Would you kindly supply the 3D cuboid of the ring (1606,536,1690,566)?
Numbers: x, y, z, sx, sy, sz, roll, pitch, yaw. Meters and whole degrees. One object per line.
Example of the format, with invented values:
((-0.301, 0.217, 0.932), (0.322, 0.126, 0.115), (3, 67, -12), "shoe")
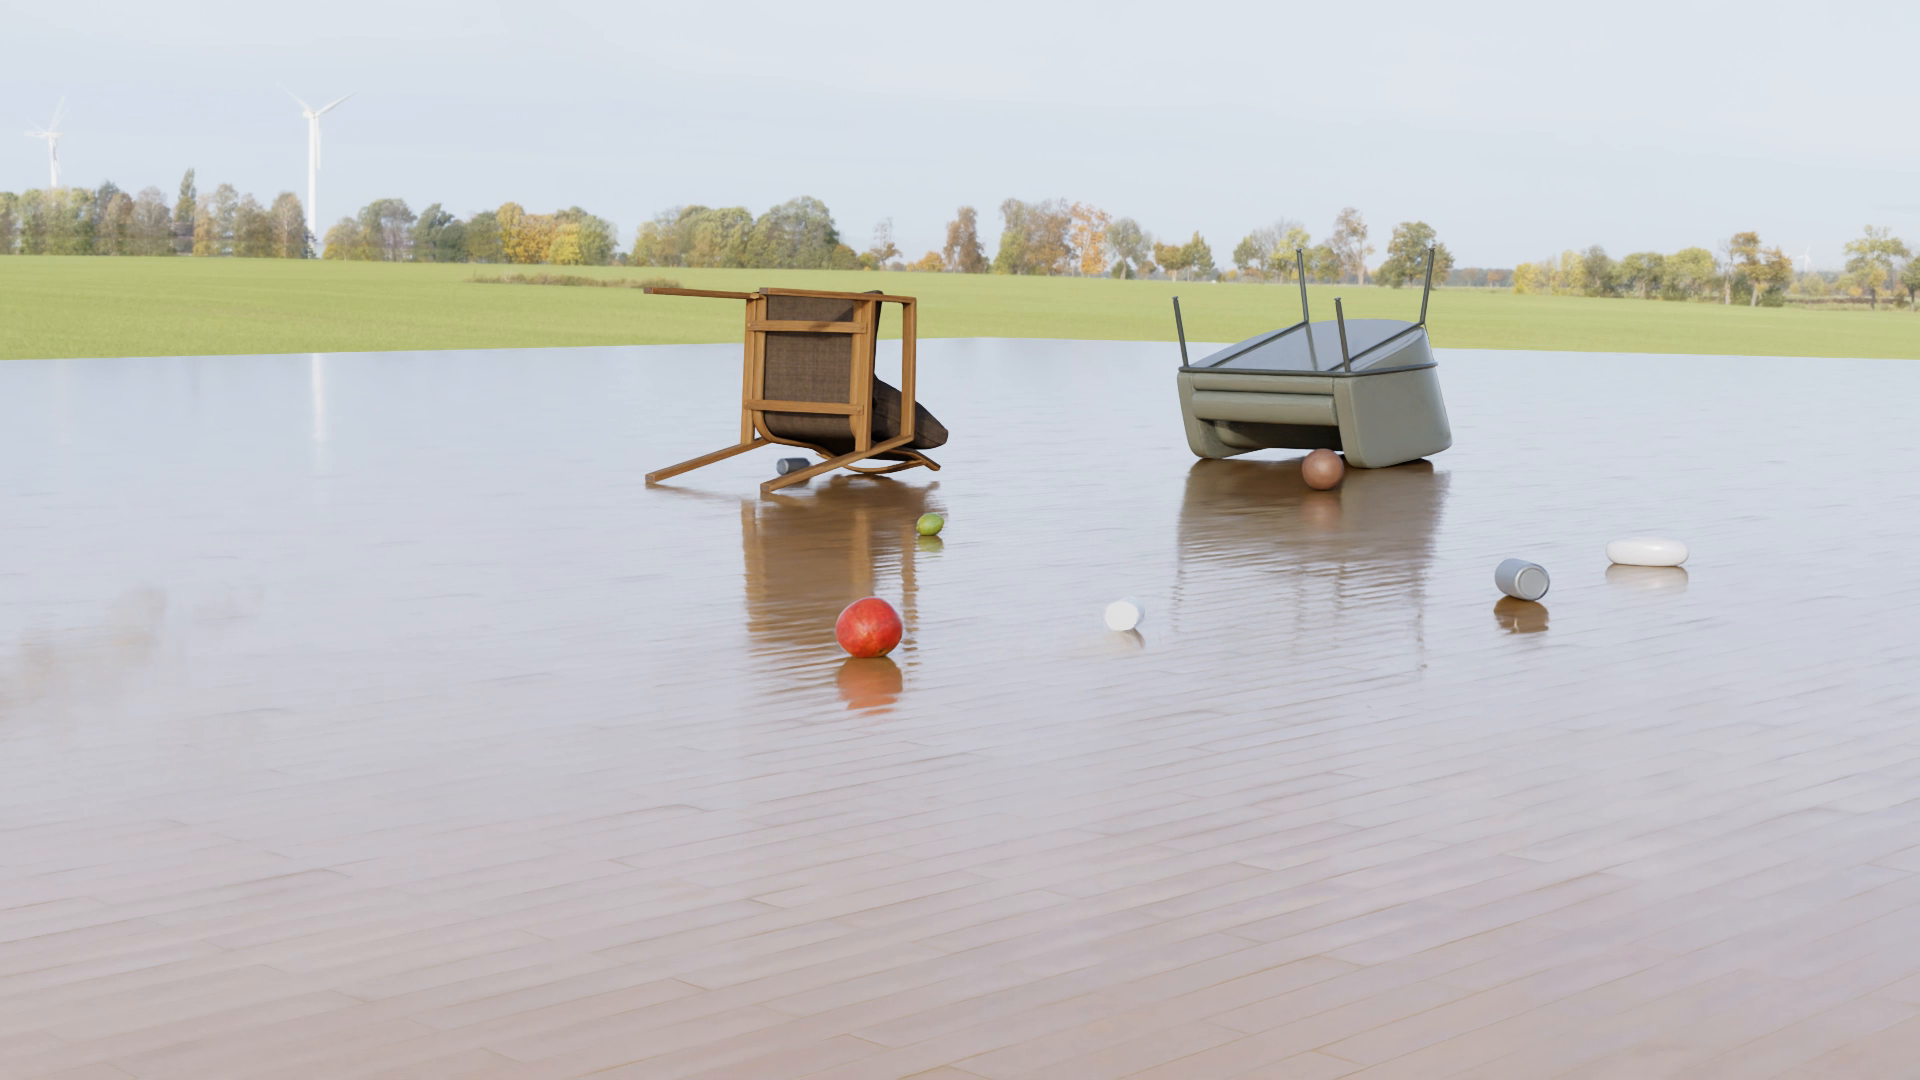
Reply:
((1.572, 0.026, 5.868), (0.188, 0.061, 0.087), (1, 8, 24), "ring")

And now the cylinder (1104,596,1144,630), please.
((0.308, 0.138, 4.797), (0.065, 0.057, 0.067), (-16, 1, 15), "cylinder")
